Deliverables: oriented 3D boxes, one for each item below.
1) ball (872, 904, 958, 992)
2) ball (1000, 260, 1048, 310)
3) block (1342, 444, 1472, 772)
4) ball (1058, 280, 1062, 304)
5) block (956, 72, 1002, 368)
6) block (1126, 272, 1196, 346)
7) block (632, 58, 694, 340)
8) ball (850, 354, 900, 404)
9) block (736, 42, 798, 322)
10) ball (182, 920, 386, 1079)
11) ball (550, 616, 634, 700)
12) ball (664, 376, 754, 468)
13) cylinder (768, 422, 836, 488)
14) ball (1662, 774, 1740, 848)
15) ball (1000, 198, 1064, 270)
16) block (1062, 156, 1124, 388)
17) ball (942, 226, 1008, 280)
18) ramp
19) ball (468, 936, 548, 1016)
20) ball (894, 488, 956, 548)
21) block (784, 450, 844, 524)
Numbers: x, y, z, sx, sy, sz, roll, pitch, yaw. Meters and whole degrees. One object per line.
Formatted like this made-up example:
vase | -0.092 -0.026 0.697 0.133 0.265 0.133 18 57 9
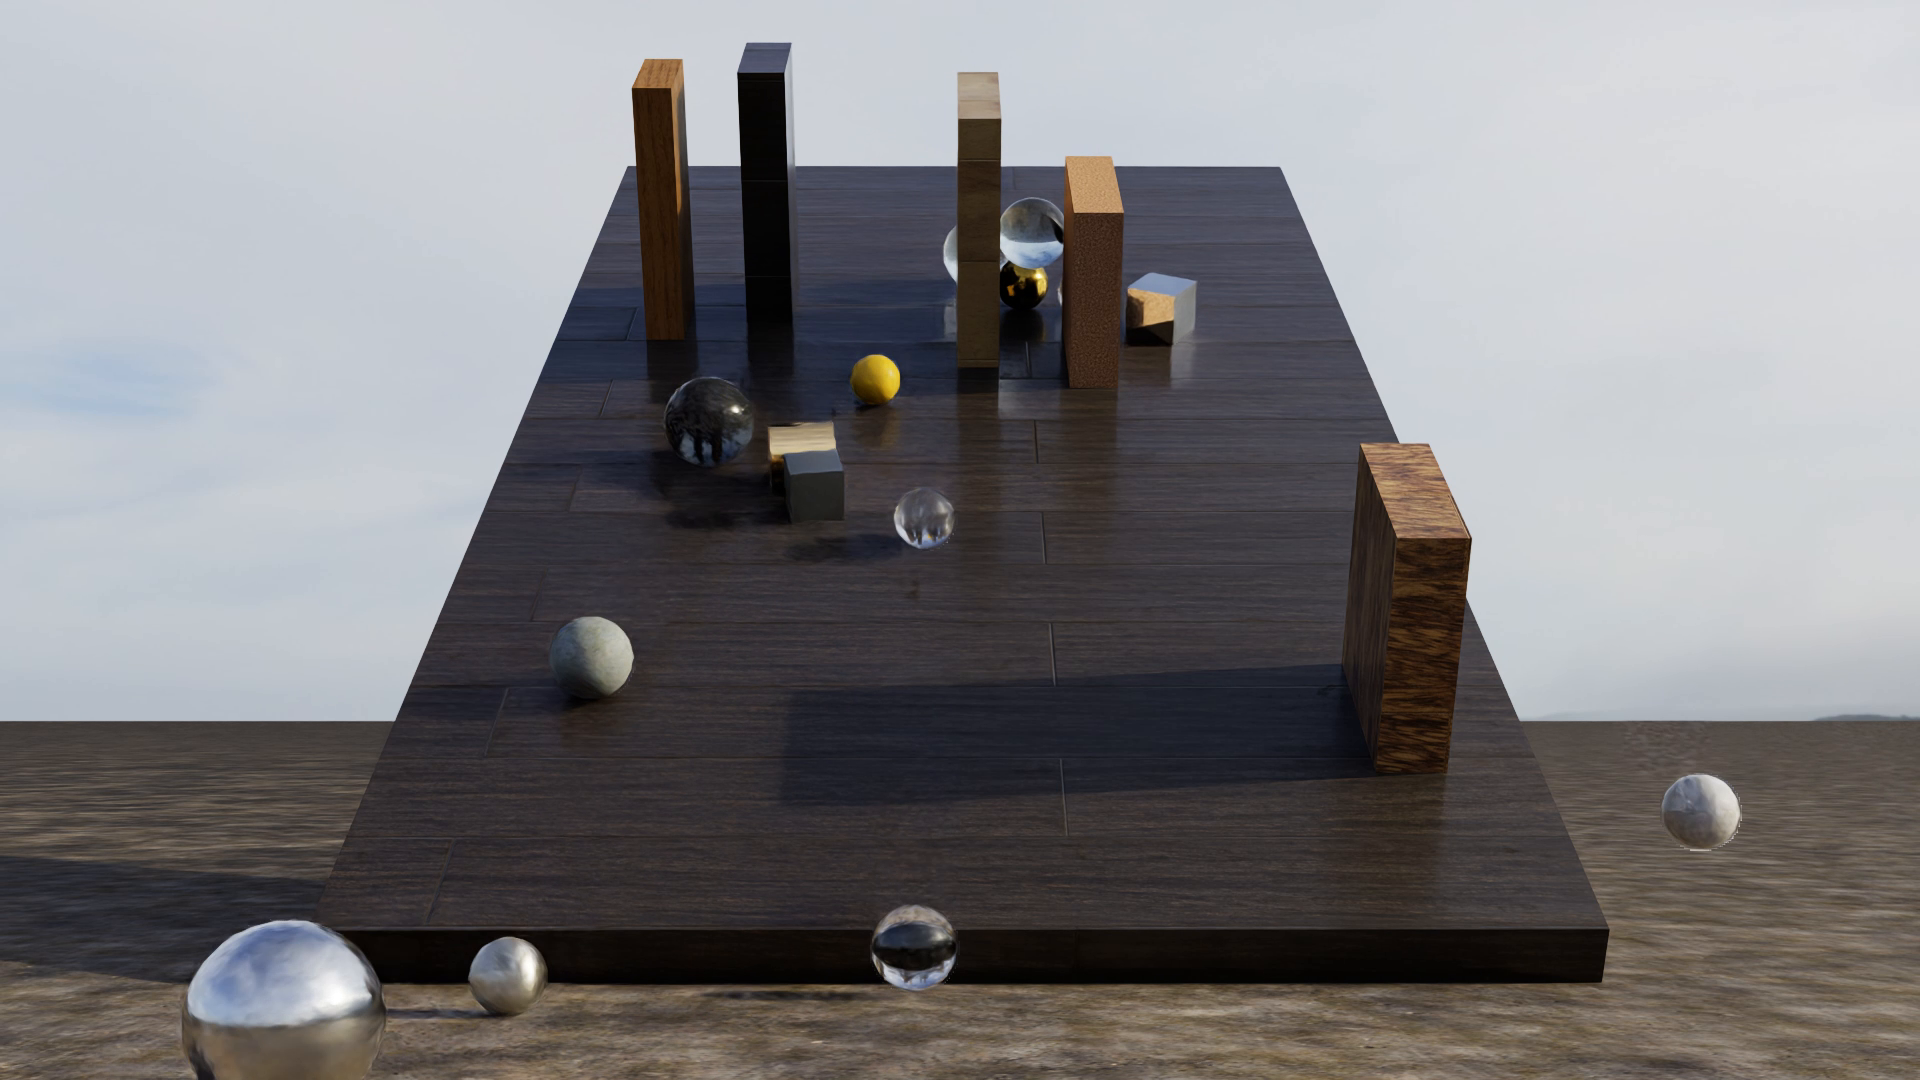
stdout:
ball | -0.068 0.601 3.471 0.127 0.127 0.127 0 -4 0
ball | 0.160 -0.660 6.057 0.135 0.135 0.135 0 -4 0
block | 0.773 0.113 4.108 0.122 0.446 0.388 0 26 0
ball | 0.306 -0.633 6.029 0.113 0.113 0.113 0 -4 0
block | 0.044 -0.788 5.769 0.101 0.617 0.420 0 26 0
block | 0.504 -0.579 5.898 0.130 0.130 0.130 14 29 27
block | -0.736 -0.848 5.864 0.094 0.638 0.277 0 26 0
ball | -0.197 -0.374 5.484 0.117 0.117 0.117 0 -4 0
block | -0.484 -0.907 5.979 0.115 0.645 0.297 0 26 0
ball | -0.698 0.495 2.433 0.204 0.204 0.204 0 -4 0
ball | -0.664 0.212 4.237 0.150 0.150 0.150 0 -4 0
ball | -0.550 -0.258 5.152 0.198 0.198 0.198 0 -4 0
cylinder | -0.341 -0.184 5.069 0.138 0.138 0.138 -3 -4 -7
ball | 1.504 0.551 4.784 0.152 0.152 0.152 0 -4 0
ball | 0.184 -0.775 5.952 0.181 0.181 0.181 0 -4 0
block | 0.318 -0.655 5.706 0.114 0.434 0.449 0 26 0
ball | 0.053 -0.753 6.180 0.195 0.195 0.195 0 -4 0
ramp | -0.010 -0.229 5.436 2.000 0.100 4.000 0 26 0
ball | -0.626 0.605 3.265 0.108 0.108 0.108 0 -4 0
ball | -0.072 -0.044 4.797 0.125 0.125 0.125 0 -4 0
block | -0.307 -0.113 4.952 0.112 0.112 0.112 -5 26 -10
